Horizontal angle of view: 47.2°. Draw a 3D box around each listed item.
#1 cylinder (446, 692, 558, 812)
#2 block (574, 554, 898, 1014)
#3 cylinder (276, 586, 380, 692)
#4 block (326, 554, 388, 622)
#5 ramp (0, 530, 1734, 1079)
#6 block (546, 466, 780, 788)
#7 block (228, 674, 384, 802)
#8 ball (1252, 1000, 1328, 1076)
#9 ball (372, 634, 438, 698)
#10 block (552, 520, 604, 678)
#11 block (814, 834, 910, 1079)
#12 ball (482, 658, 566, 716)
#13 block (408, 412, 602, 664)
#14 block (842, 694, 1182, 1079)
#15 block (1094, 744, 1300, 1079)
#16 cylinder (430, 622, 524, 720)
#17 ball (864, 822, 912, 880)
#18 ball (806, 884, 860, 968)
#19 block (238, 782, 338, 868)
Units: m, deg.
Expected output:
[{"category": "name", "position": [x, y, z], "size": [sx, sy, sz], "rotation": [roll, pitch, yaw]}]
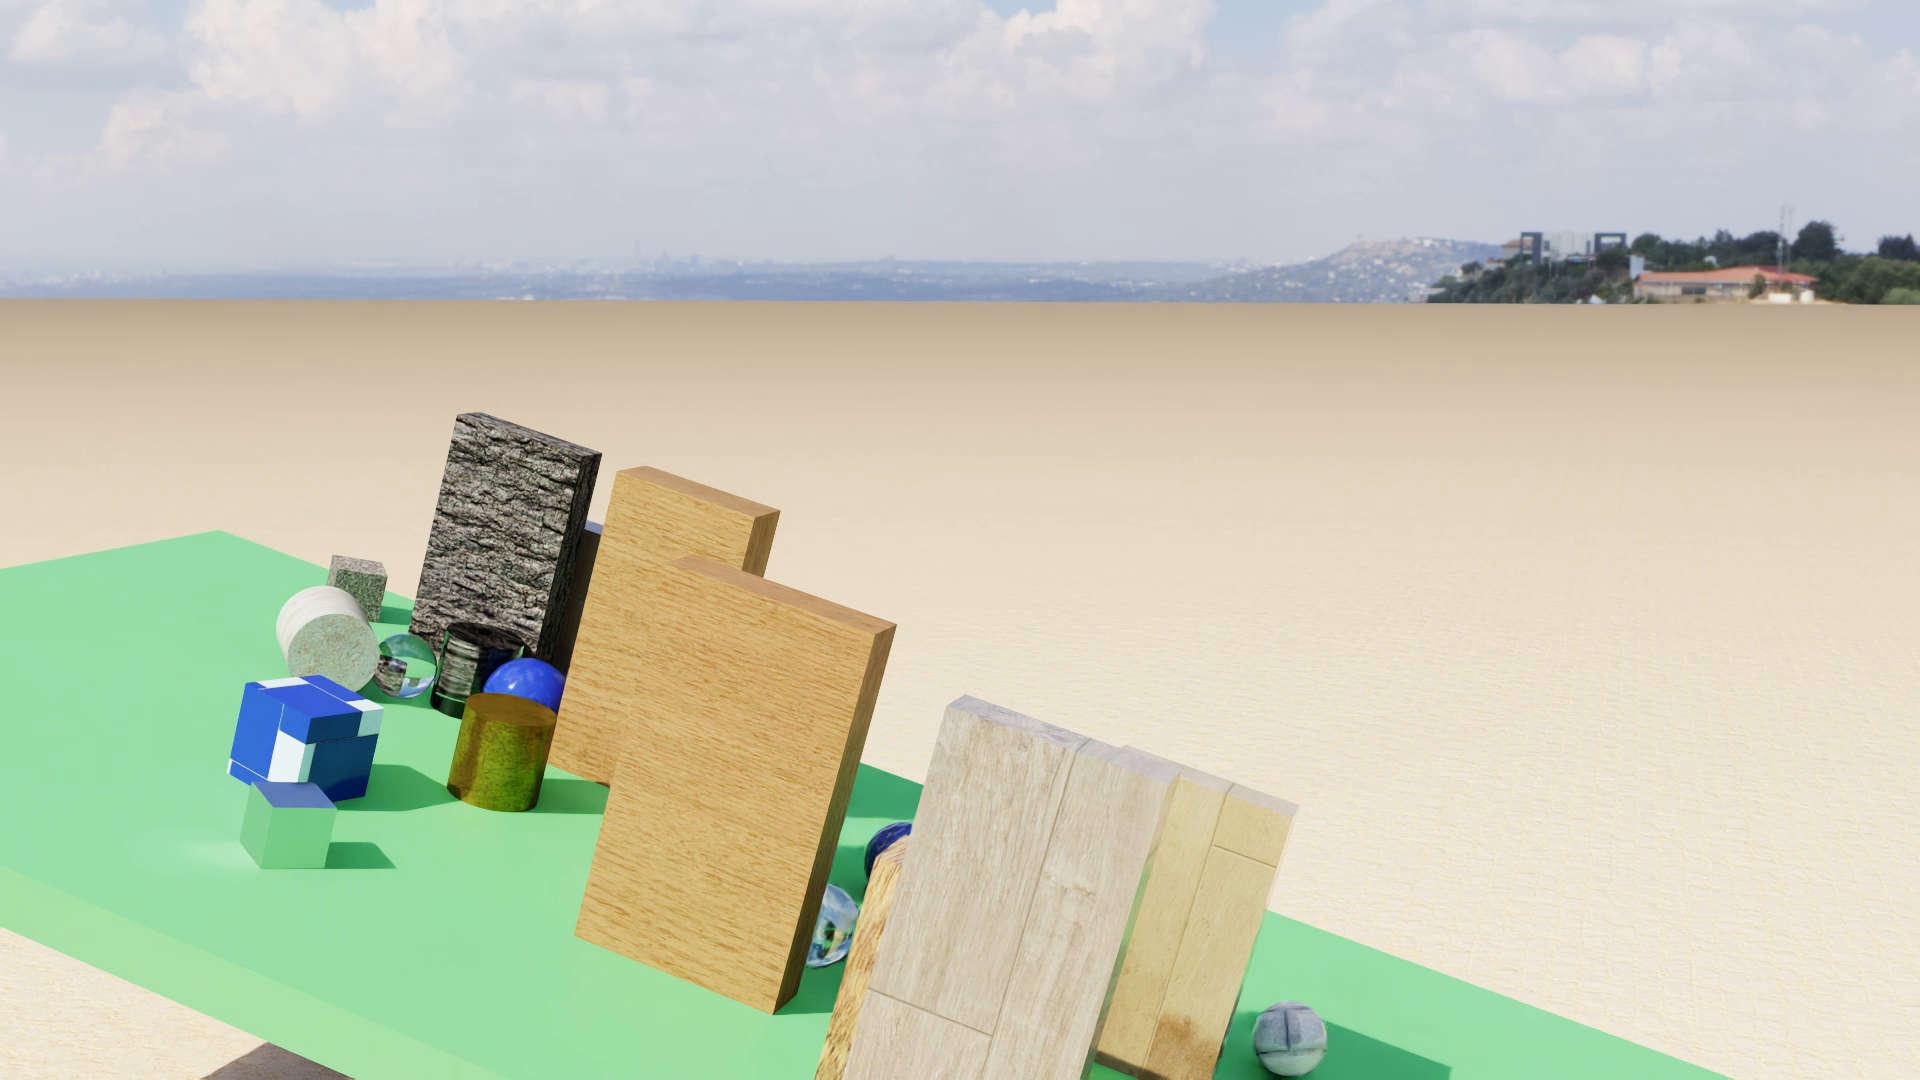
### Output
[{"category": "cylinder", "position": [-0.910, 0.421, 4.372], "size": [0.182, 0.182, 0.182], "rotation": [15, 11, -3]}, {"category": "block", "position": [-0.390, 0.417, 3.778], "size": [0.387, 0.692, 0.114], "rotation": [18, 12, 14]}, {"category": "cylinder", "position": [-1.362, 0.218, 4.733], "size": [0.190, 0.190, 0.190], "rotation": [-3, 18, -23]}, {"category": "block", "position": [-1.454, 0.117, 5.287], "size": [0.118, 0.118, 0.118], "rotation": [10, 12, -24]}, {"category": "ramp", "position": [-0.379, 0.743, 4.241], "size": [4.000, 0.100, 2.000], "rotation": [18, 12, 14]}, {"category": "block", "position": [-0.623, 0.205, 4.604], "size": [0.316, 0.649, 0.142], "rotation": [18, 12, 14]}, {"category": "block", "position": [-1.234, 0.378, 4.149], "size": [0.181, 0.181, 0.181], "rotation": [22, 13, 29]}, {"category": "ball", "position": [0.611, 0.924, 4.077], "size": [0.138, 0.138, 0.138], "rotation": [0, 7, 0]}, {"category": "ball", "position": [-1.211, 0.274, 4.785], "size": [0.143, 0.143, 0.143], "rotation": [0, 7, 0]}, {"category": "block", "position": [-0.746, 0.210, 5.048], "size": [0.409, 0.404, 0.089], "rotation": [18, 12, 14]}, {"category": "block", "position": [0.008, 0.735, 3.495], "size": [0.373, 0.406, 0.144], "rotation": [18, 12, 14]}, {"category": "ball", "position": [-0.924, 0.347, 4.687], "size": [0.193, 0.193, 0.193], "rotation": [0, 7, 0]}, {"category": "block", "position": [-1.032, 0.049, 4.936], "size": [0.316, 0.603, 0.099], "rotation": [18, 12, 14]}, {"category": "block", "position": [0.049, 0.633, 3.165], "size": [0.332, 0.750, 0.093], "rotation": [18, 12, 14]}, {"category": "block", "position": [0.360, 0.677, 3.890], "size": [0.327, 0.546, 0.091], "rotation": [18, 12, 14]}, {"category": "cylinder", "position": [-1.061, 0.291, 4.831], "size": [0.172, 0.172, 0.172], "rotation": [15, 11, -3]}, {"category": "ball", "position": [-0.116, 0.644, 4.419], "size": [0.155, 0.155, 0.155], "rotation": [0, 7, 0]}, {"category": "ball", "position": [-0.253, 0.698, 3.985], "size": [0.151, 0.151, 0.151], "rotation": [0, 7, 0]}, {"category": "block", "position": [-1.171, 0.496, 3.831], "size": [0.114, 0.114, 0.114], "rotation": [6, 14, -38]}]
